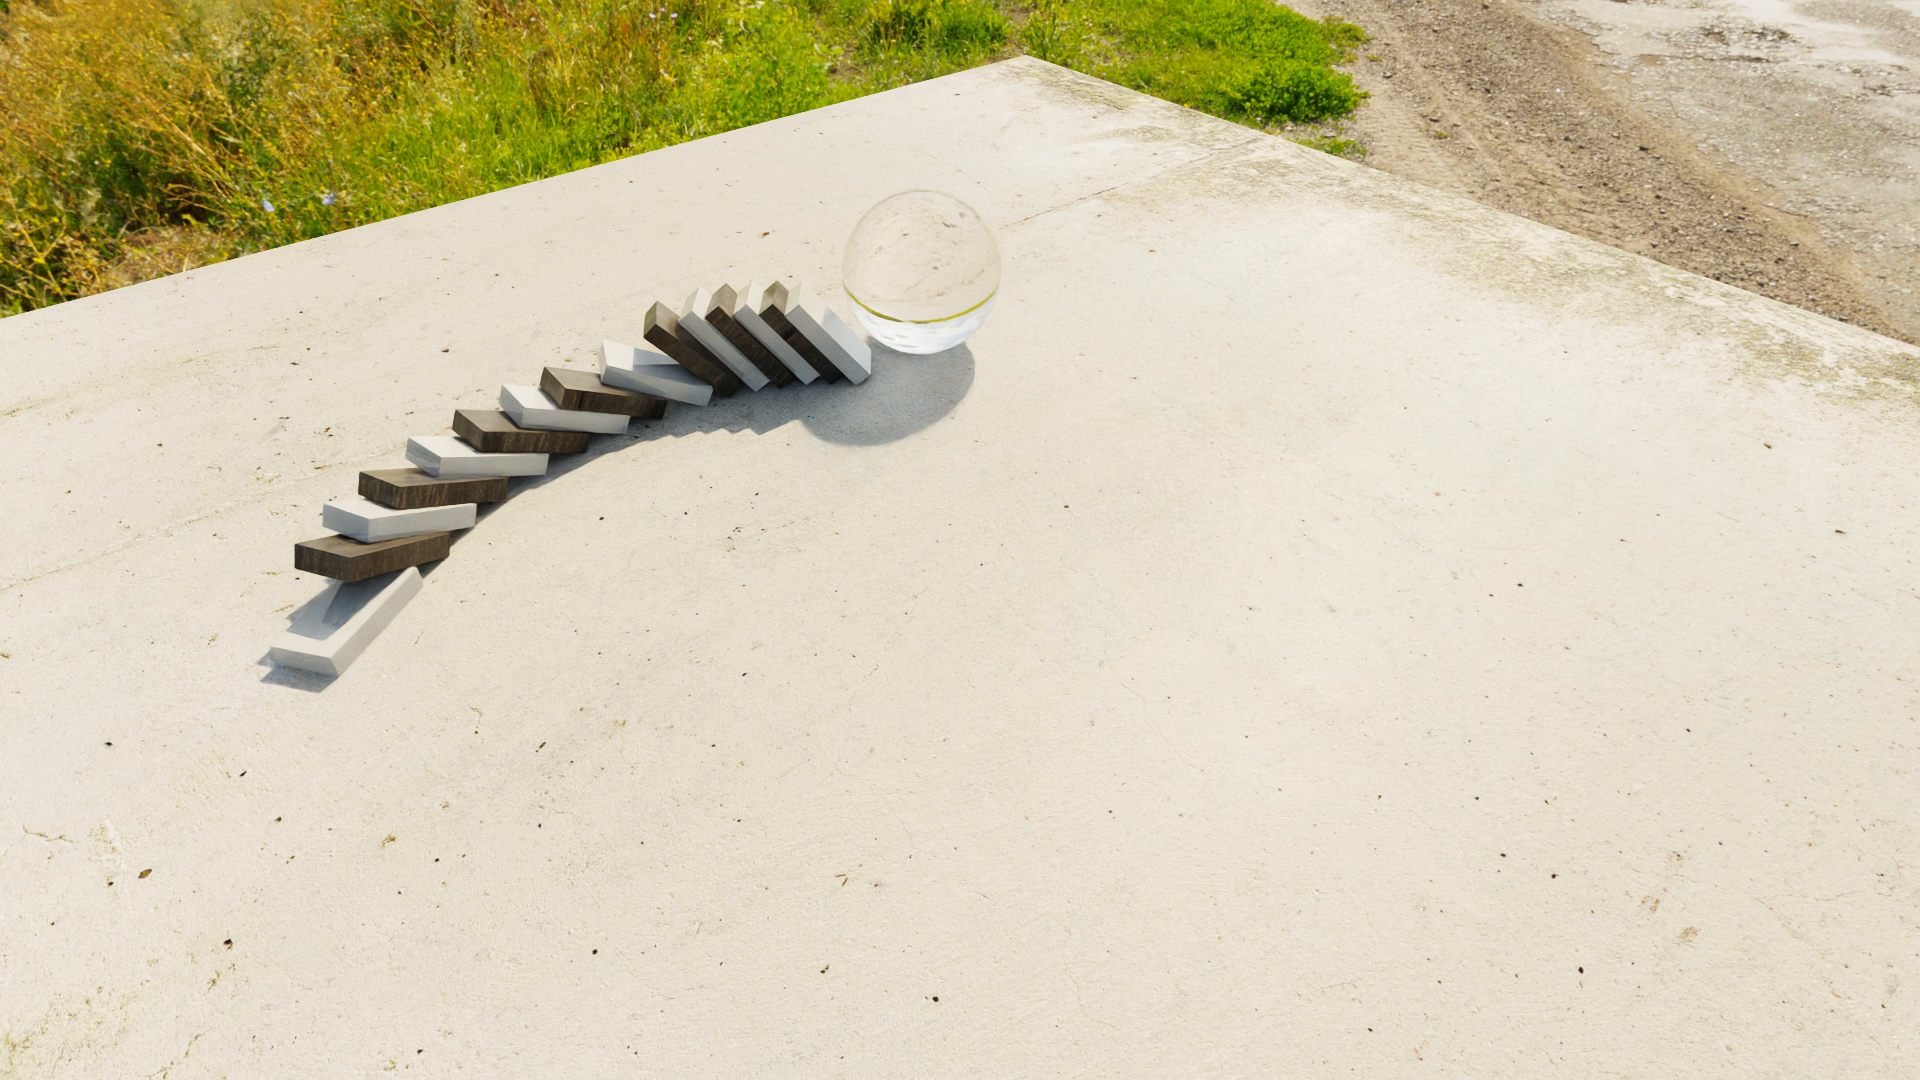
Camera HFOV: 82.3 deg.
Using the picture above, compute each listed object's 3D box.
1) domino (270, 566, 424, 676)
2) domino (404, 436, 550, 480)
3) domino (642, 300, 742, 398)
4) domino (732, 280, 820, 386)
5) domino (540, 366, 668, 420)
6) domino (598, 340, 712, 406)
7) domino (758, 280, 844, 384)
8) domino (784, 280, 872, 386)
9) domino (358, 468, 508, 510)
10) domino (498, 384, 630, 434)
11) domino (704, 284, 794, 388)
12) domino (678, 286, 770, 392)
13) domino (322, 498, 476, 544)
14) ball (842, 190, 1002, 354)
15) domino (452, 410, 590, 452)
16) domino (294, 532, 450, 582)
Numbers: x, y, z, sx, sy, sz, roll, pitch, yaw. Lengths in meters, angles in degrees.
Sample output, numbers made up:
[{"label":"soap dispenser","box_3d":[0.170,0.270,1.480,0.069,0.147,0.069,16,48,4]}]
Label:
[{"label":"domino","box_3d":[-0.227,0.028,0.409,0.025,0.010,0.050,9,40,10]},{"label":"domino","box_3d":[-0.205,-0.036,0.470,0.025,0.009,0.050,26,19,29]},{"label":"domino","box_3d":[-0.128,-0.091,0.528,0.009,0.050,0.025,-42,34,19]},{"label":"domino","box_3d":[-0.088,-0.101,0.539,0.010,0.050,0.025,-33,33,22]},{"label":"domino","box_3d":[-0.164,-0.068,0.507,0.050,0.009,0.025,2,28,-45]},{"label":"domino","box_3d":[-0.145,-0.079,0.524,0.050,0.010,0.025,11,32,-30]},{"label":"domino","box_3d":[-0.076,-0.102,0.540,0.010,0.050,0.025,-33,33,22]},{"label":"domino","box_3d":[-0.064,-0.101,0.539,0.010,0.050,0.025,-33,33,22]},{"label":"domino","box_3d":[-0.216,-0.022,0.452,0.025,0.009,0.050,17,15,26]},{"label":"domino","box_3d":[-0.179,-0.059,0.499,0.050,0.009,0.025,-1,30,-46]},{"label":"domino","box_3d":[-0.101,-0.099,0.536,0.010,0.050,0.025,-33,32,22]},{"label":"domino","box_3d":[-0.113,-0.097,0.535,0.009,0.050,0.025,-33,33,22]},{"label":"domino","box_3d":[-0.222,-0.010,0.437,0.025,0.010,0.050,16,14,21]},{"label":"ball","box_3d":[-0.019,-0.133,0.551,0.080,0.080,0.080,0,39,0]},{"label":"domino","box_3d":[-0.193,-0.048,0.485,0.025,0.009,0.050,31,22,32]},{"label":"domino","box_3d":[-0.224,0.004,0.421,0.025,0.009,0.050,12,13,14]}]
